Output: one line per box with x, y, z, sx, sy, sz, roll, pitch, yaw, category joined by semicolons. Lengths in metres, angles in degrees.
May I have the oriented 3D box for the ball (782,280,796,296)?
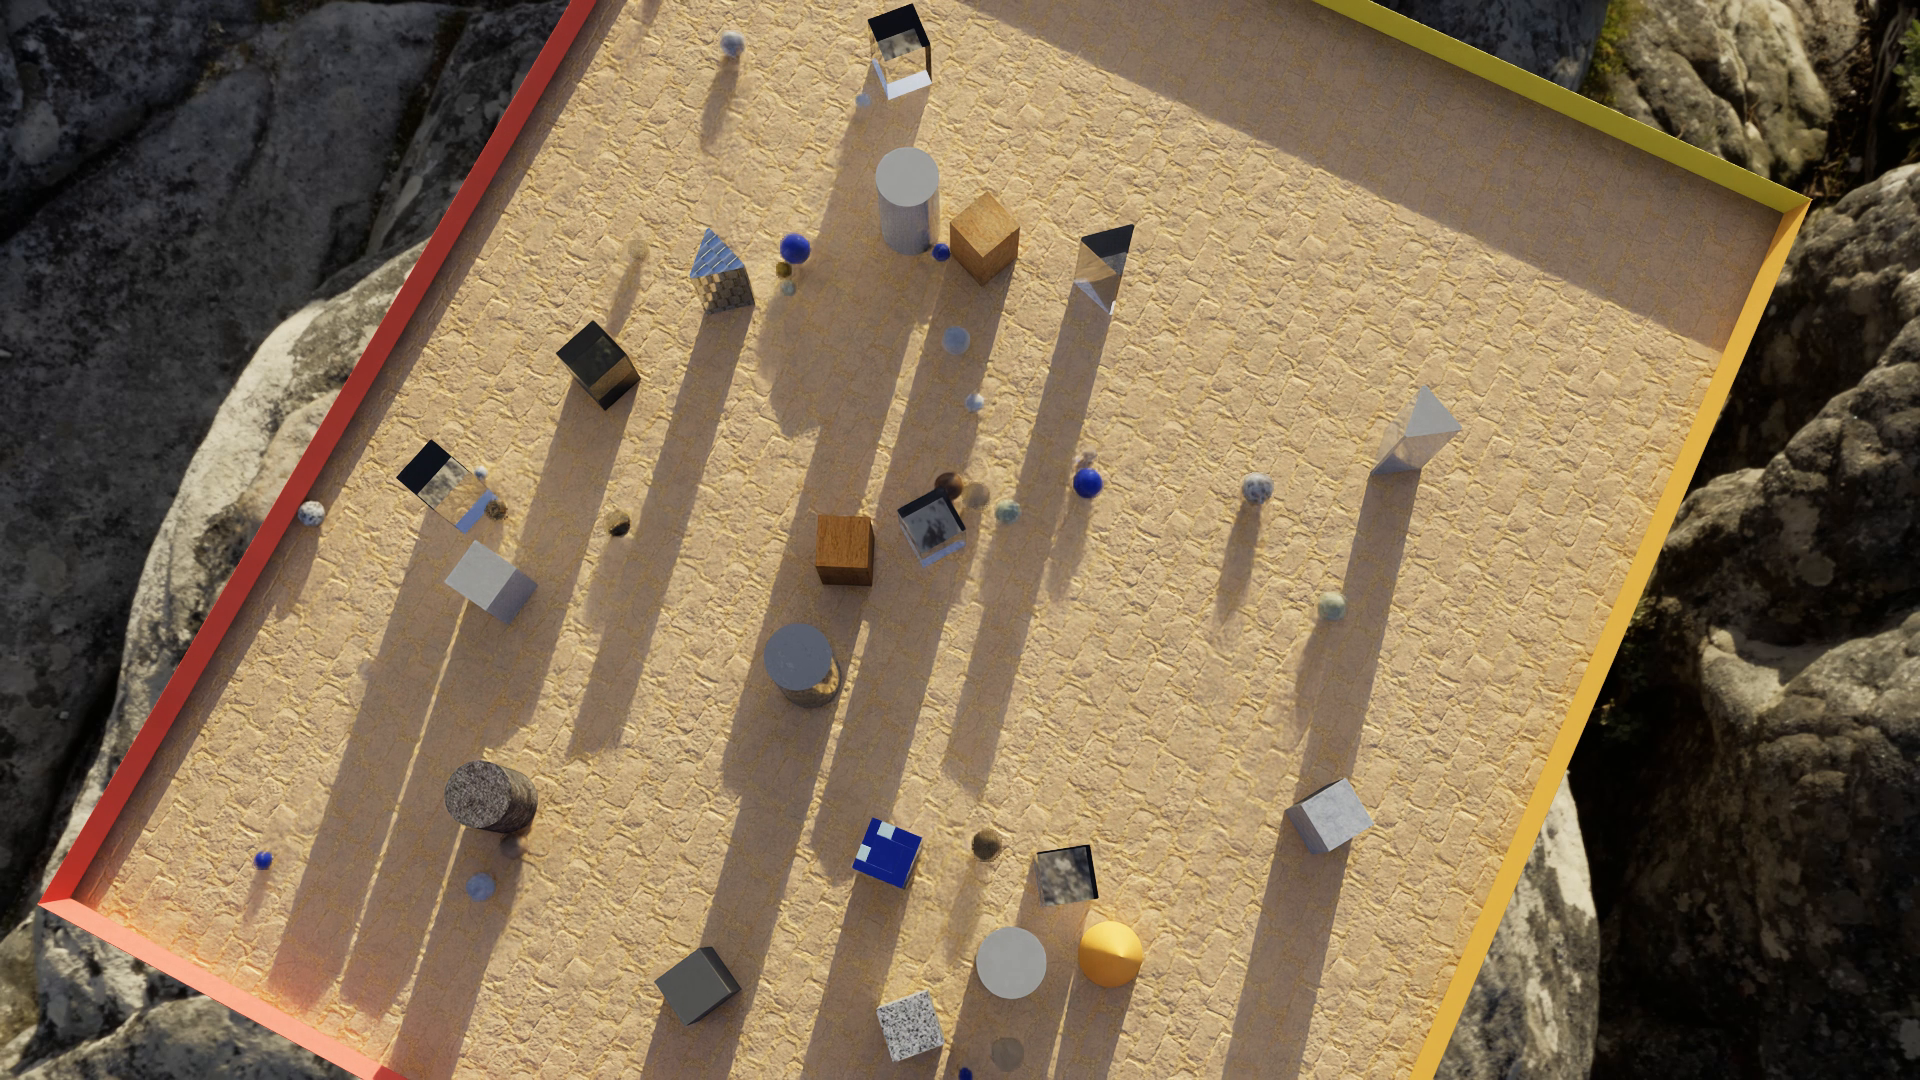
-0.537;-0.790;5.755;0.049;0.049;0.049;0;78;0;ball

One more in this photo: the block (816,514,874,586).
-0.340;0.034;5.457;0.151;0.299;0.151;2;78;0;block

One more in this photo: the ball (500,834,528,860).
-1.313;0.901;5.391;0.076;0.076;0.076;0;78;0;ball

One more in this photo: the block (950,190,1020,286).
0.075;-0.929;5.673;0.151;0.266;0.151;-41;81;-8;block

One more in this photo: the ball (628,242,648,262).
-1.014;-0.909;5.772;0.063;0.063;0.063;0;78;0;ball

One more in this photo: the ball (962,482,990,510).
0.050;-0.136;5.601;0.086;0.086;0.086;0;78;0;ball

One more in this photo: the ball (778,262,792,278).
-0.551;-0.850;5.768;0.047;0.047;0.047;0;78;0;ball

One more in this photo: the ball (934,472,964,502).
-0.034;-0.163;5.605;0.089;0.089;0.089;0;78;0;ball

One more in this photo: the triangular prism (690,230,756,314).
-0.737;-0.830;5.619;0.164;0.331;0.142;-13;79;-3;triangular prism

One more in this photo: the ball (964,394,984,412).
0.045;-0.424;5.674;0.060;0.060;0.060;0;78;0;ball

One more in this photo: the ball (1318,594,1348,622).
1.123;0.205;5.529;0.088;0.088;0.088;0;78;0;ball

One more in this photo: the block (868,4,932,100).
-0.189;-1.543;5.798;0.151;0.270;0.151;-21;79;-4;block

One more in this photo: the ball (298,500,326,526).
-1.979;-0.081;5.593;0.079;0.079;0.079;0;78;0;ball

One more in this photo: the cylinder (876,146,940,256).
-0.156;-1.034;5.623;0.189;0.405;0.189;0;78;0;cylinder

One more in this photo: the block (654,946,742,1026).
-0.742;1.266;5.210;0.151;0.283;0.151;-36;81;-7;block

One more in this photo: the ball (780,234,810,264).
-0.516;-0.913;5.757;0.094;0.094;0.094;0;78;0;ball

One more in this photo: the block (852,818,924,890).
-0.204;0.906;5.278;0.151;0.296;0.151;21;79;4;block

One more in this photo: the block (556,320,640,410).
-1.102;-0.531;5.598;0.151;0.252;0.151;-43;82;-8;block

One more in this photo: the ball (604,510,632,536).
-1.043;-0.051;5.586;0.081;0.081;0.081;0;78;0;ball

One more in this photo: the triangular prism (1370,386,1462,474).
1.338;-0.329;5.453;0.164;0.454;0.142;-8;78;-2;triangular prism

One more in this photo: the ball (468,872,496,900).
-1.401;1.014;5.366;0.080;0.080;0.080;0;78;0;ball

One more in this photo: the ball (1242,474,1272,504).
0.909;-0.156;5.601;0.093;0.093;0.093;0;78;0;ball

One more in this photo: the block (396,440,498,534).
-1.528;-0.156;5.475;0.151;0.339;0.151;39;81;7;block

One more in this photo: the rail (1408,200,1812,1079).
1.672;0.825;5.382;0.045;0.123;4.304;26;80;5;rail

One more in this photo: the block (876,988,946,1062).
-0.139;1.379;5.215;0.151;0.228;0.151;-19;79;-4;block

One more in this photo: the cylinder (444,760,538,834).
-1.350;0.745;5.295;0.189;0.327;0.189;0;78;0;cylinder

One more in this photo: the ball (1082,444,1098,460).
0.400;-0.269;5.646;0.052;0.052;0.052;0;78;0;ball

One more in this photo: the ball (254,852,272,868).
-2.051;0.942;5.395;0.051;0.051;0.051;0;78;0;ball

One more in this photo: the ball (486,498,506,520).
-1.418;-0.094;5.604;0.063;0.063;0.063;0;78;0;ball

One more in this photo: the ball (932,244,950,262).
-0.059;-0.906;5.774;0.058;0.058;0.058;0;78;0;ball

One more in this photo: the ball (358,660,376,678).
-1.783;0.387;5.510;0.052;0.052;0.052;0;78;0;ball

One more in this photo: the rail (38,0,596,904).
-1.672;-0.812;5.721;0.045;0.123;4.304;26;80;5;rail

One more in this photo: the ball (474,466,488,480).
-1.473;-0.205;5.636;0.044;0.044;0.044;0;78;0;ball

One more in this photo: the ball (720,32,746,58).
-0.732;-1.598;5.906;0.081;0.081;0.081;0;78;0;ball

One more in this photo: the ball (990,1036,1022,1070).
0.134;1.475;5.265;0.091;0.091;0.091;0;78;0;ball

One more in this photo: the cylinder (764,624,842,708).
-0.451;0.369;5.312;0.189;0.446;0.189;0;78;0;cylinder

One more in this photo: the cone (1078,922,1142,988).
0.441;1.174;5.178;0.189;0.383;0.189;0;78;0;cone

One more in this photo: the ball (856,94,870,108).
-0.313;-1.408;5.885;0.044;0.044;0.044;0;78;0;ball

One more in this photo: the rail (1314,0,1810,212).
0.952;-1.858;5.937;3.787;0.123;0.045;26;80;5;rail

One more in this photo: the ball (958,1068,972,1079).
0.016;1.541;5.277;0.041;0.041;0.041;0;78;0;ball

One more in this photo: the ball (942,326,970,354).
-0.013;-0.620;5.699;0.090;0.090;0.090;0;78;0;ball

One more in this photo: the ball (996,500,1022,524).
0.148;-0.085;5.594;0.077;0.077;0.077;0;78;0;ball

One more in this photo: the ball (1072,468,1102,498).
0.390;-0.176;5.607;0.090;0.090;0.090;0;78;0;ball

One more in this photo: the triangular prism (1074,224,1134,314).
0.466;-0.850;5.607;0.164;0.362;0.142;44;82;8;triangular prism

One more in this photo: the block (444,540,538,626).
-1.390;0.130;5.448;0.151;0.277;0.151;33;80;6;block

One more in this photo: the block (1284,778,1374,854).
1.068;0.803;5.313;0.151;0.270;0.151;-30;80;-6;block

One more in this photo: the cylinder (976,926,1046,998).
0.138;1.180;5.140;0.189;0.455;0.189;0;78;0;cylinder

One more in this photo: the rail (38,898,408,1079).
-0.952;1.871;5.166;3.787;0.123;0.045;26;80;5;rail

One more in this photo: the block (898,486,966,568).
-0.083;-0.037;5.507;0.151;0.229;0.151;-28;80;-6;block

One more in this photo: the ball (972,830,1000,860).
0.075;0.897;5.388;0.085;0.085;0.085;0;78;0;ball

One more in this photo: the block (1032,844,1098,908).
0.301;0.967;5.265;0.151;0.296;0.151;-9;78;-2;block
